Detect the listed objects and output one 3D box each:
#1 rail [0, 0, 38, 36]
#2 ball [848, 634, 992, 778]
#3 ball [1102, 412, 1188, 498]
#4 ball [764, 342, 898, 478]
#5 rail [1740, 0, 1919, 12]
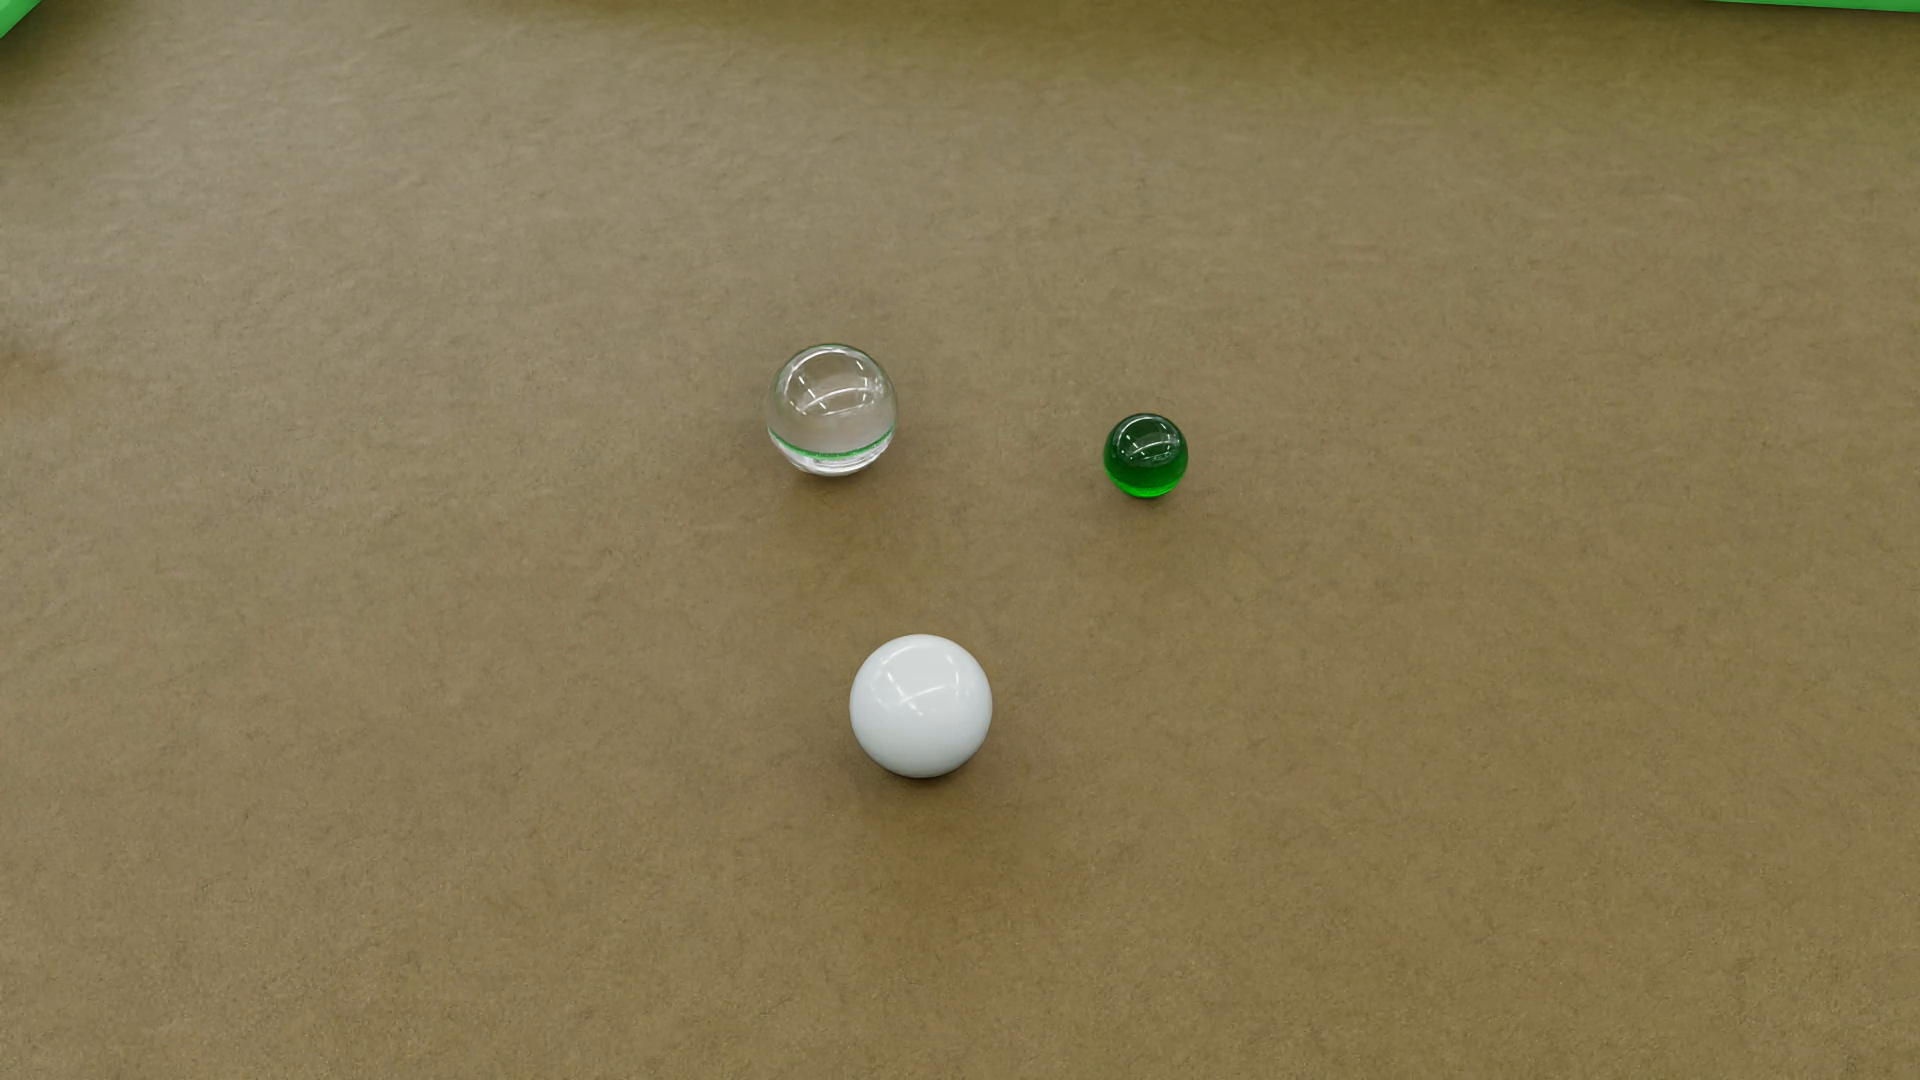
[{"bbox_3d":[-1.000,-0.104,1.815,0.045,0.124,2.126,5,36,7],"label":"rail"},{"bbox_3d":[-0.024,0.101,1.561,0.088,0.088,0.088,0,35,0],"label":"ball"},{"bbox_3d":[0.131,-0.060,1.809,0.060,0.060,0.060,0,35,0],"label":"ball"},{"bbox_3d":[-0.091,-0.093,1.825,0.096,0.096,0.096,0,35,0],"label":"ball"},{"bbox_3d":[1.170,-0.533,2.418,4.135,0.124,0.045,5,36,7],"label":"rail"}]
